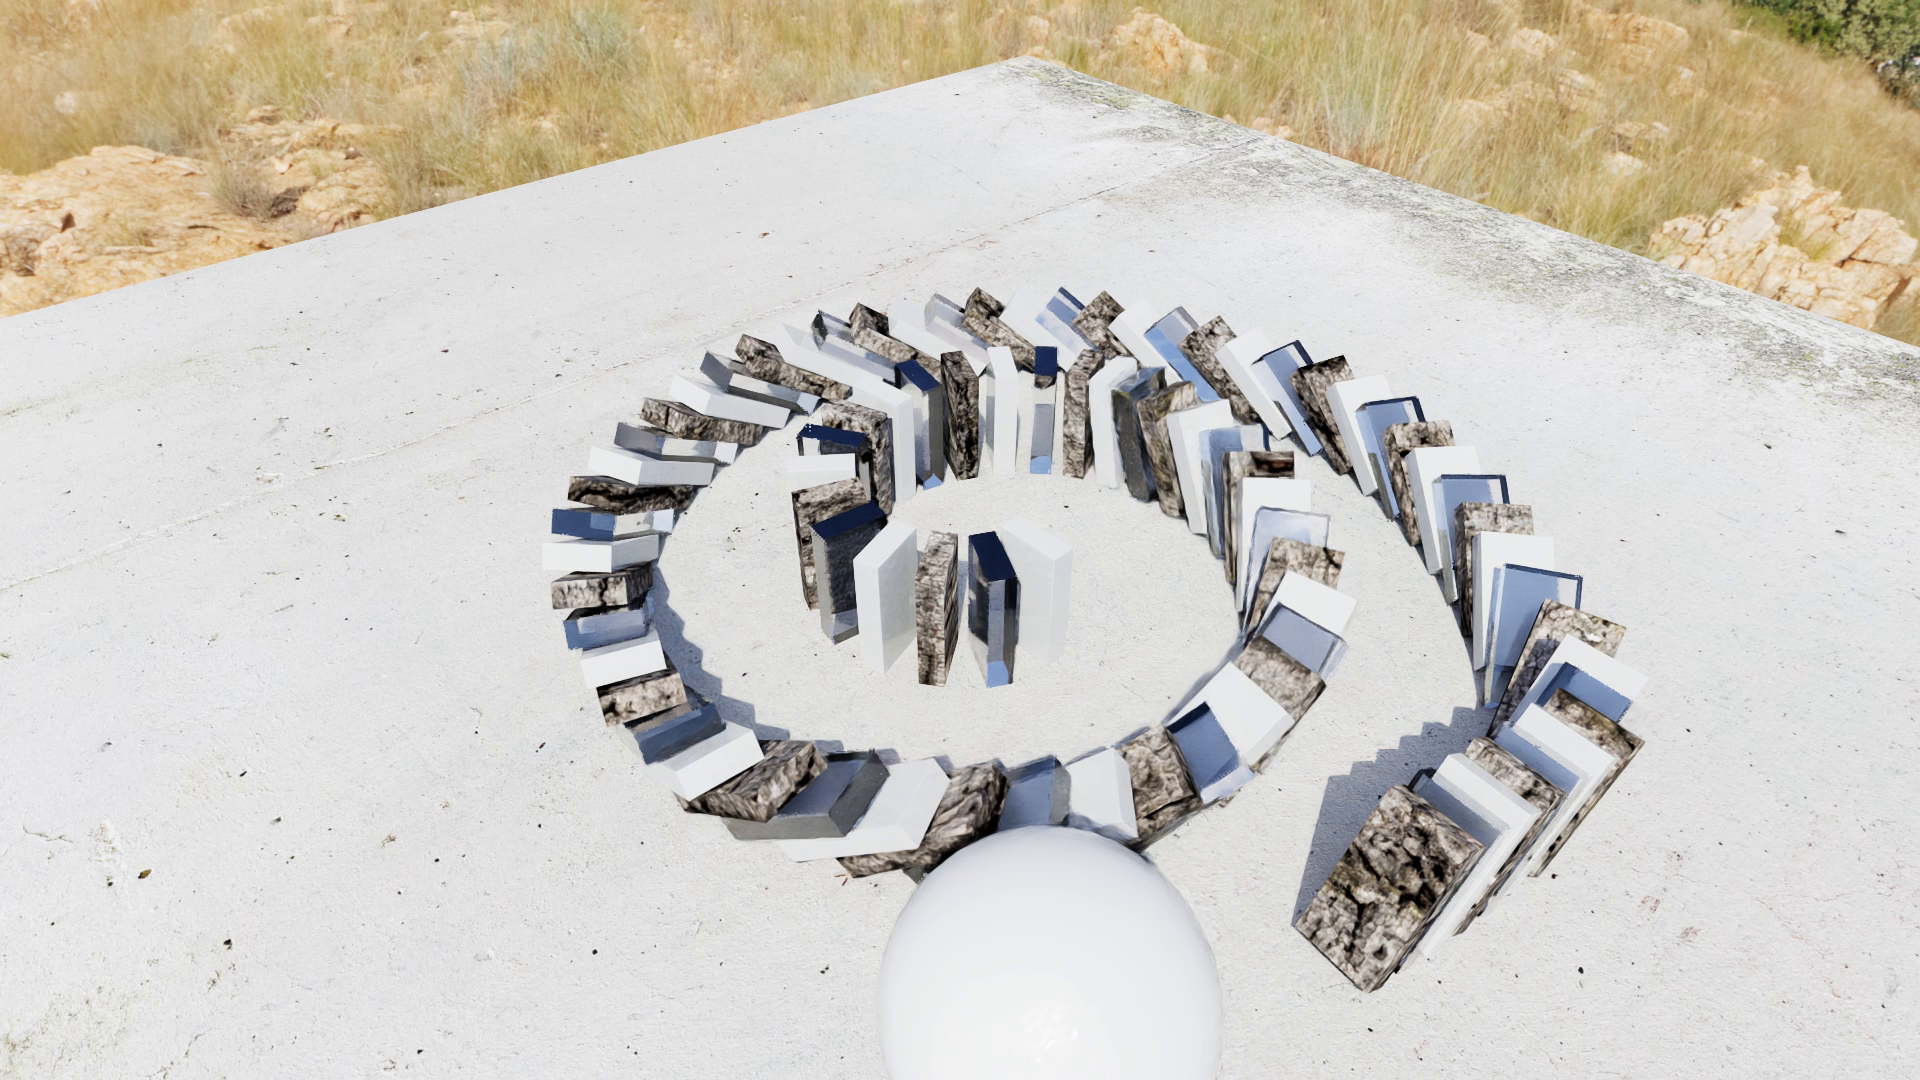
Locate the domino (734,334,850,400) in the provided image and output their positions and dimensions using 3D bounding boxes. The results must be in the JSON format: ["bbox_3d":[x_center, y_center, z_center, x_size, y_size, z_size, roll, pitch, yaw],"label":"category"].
[{"bbox_3d":[-0.079,-0.081,0.522,0.050,0.009,0.025,14,25,-41],"label":"domino"}]

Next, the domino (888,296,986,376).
[{"bbox_3d":[-0.012,-0.100,0.546,0.050,0.009,0.025,24,32,-24],"label":"domino"}]

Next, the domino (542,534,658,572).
[{"bbox_3d":[-0.135,0.004,0.417,0.025,0.009,0.050,2,5,3],"label":"domino"}]

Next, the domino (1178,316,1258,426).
[{"bbox_3d":[0.129,-0.081,0.522,0.025,0.010,0.050,-34,83,-34],"label":"domino"}]

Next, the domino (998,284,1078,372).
[{"bbox_3d":[0.045,-0.104,0.550,0.050,0.009,0.025,36,41,-10],"label":"domino"}]

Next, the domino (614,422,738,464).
[{"bbox_3d":[-0.121,-0.041,0.474,0.025,0.010,0.050,19,10,22],"label":"domino"}]

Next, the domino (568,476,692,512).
[{"bbox_3d":[-0.133,-0.019,0.446,0.025,0.009,0.050,12,7,15],"label":"domino"}]

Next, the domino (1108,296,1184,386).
[{"bbox_3d":[0.098,-0.093,0.537,0.050,0.010,0.025,47,50,2],"label":"domino"}]

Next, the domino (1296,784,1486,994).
[{"bbox_3d":[0.116,0.094,0.298,0.010,0.050,0.025,6,27,-45],"label":"domino"}]

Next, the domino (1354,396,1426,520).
[{"bbox_3d":[0.188,-0.035,0.466,0.025,0.009,0.050,-8,73,-10],"label":"domino"}]

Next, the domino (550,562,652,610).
[{"bbox_3d":[-0.130,0.016,0.403,0.025,0.010,0.050,-4,6,-5],"label":"domino"}]

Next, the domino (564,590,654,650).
[{"bbox_3d":[-0.123,0.028,0.389,0.025,0.010,0.050,-10,7,-12],"label":"domino"}]

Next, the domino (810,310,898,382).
[{"bbox_3d":[-0.047,-0.093,0.537,0.050,0.010,0.025,19,29,-31],"label":"domino"}]

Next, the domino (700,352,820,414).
[{"bbox_3d":[-0.093,-0.073,0.511,0.050,0.009,0.025,10,23,-48],"label":"domino"}]

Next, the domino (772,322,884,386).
[{"bbox_3d":[-0.064,-0.087,0.529,0.050,0.009,0.025,16,26,-37],"label":"domino"}]

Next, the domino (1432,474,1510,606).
[{"bbox_3d":[0.199,0.000,0.424,0.025,0.010,0.050,1,72,1],"label":"domino"}]

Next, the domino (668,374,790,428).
[{"bbox_3d":[-0.104,-0.063,0.499,0.025,0.009,0.050,30,14,31],"label":"domino"}]

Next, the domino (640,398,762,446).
[{"bbox_3d":[-0.114,-0.052,0.487,0.025,0.009,0.050,24,12,27],"label":"domino"}]

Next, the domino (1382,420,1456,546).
[{"bbox_3d":[0.193,-0.024,0.452,0.025,0.010,0.050,-5,73,-6],"label":"domino"}]

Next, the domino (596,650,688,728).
[{"bbox_3d":[-0.107,0.048,0.364,0.025,0.010,0.050,-17,9,-19],"label":"domino"}]

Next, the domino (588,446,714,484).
[{"bbox_3d":[-0.128,-0.031,0.461,0.025,0.009,0.050,17,9,20],"label":"domino"}]

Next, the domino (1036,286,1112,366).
[{"bbox_3d":[0.063,-0.102,0.547,0.050,0.010,0.025,39,43,-6],"label":"domino"}]

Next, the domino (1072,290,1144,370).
[{"bbox_3d":[0.081,-0.098,0.543,0.050,0.010,0.025,44,48,-1],"label":"domino"}]

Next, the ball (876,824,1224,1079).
[{"bbox_3d":[0.021,0.108,0.256,0.080,0.080,0.080,0,39,0],"label":"ball"}]

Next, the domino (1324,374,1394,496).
[{"bbox_3d":[0.180,-0.046,0.479,0.025,0.009,0.050,-12,74,-14],"label":"domino"}]

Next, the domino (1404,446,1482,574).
[{"bbox_3d":[0.196,-0.012,0.438,0.025,0.010,0.050,-3,72,-4],"label":"domino"}]

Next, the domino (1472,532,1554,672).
[{"bbox_3d":[0.199,0.023,0.395,0.025,0.009,0.050,5,72,7],"label":"domino"}]

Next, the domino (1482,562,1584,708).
[{"bbox_3d":[0.198,0.035,0.380,0.025,0.009,0.050,11,74,13],"label":"domino"}]

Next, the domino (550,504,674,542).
[{"bbox_3d":[-0.135,-0.008,0.432,0.025,0.010,0.050,7,6,10],"label":"domino"}]

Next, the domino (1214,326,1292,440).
[{"bbox_3d":[0.144,-0.073,0.513,0.025,0.010,0.050,-29,81,-31],"label":"domino"}]

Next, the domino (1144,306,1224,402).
[{"bbox_3d":[0.114,-0.087,0.530,0.050,0.010,0.025,49,52,4],"label":"domino"}]

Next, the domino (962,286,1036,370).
[{"bbox_3d":[0.025,-0.104,0.550,0.050,0.009,0.025,30,37,-17],"label":"domino"}]

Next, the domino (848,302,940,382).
[{"bbox_3d":[-0.030,-0.097,0.541,0.050,0.010,0.025,21,31,-28],"label":"domino"}]

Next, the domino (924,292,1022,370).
[{"bbox_3d":[0.006,-0.102,0.548,0.050,0.010,0.025,26,34,-22],"label":"domino"}]

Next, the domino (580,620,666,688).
[{"bbox_3d":[-0.115,0.038,0.376,0.025,0.010,0.050,-14,8,-16],"label":"domino"}]

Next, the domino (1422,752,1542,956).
[{"bbox_3d":[0.135,0.087,0.307,0.009,0.050,0.025,6,27,-45],"label":"domino"}]

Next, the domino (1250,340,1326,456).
[{"bbox_3d":[0.157,-0.065,0.502,0.025,0.010,0.050,-25,79,-27],"label":"domino"}]

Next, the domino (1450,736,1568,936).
[{"bbox_3d":[0.144,0.084,0.311,0.009,0.050,0.025,6,27,-45],"label":"domino"}]

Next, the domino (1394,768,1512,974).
[{"bbox_3d":[0.125,0.091,0.302,0.010,0.050,0.025,6,27,-45],"label":"domino"}]

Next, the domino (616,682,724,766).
[{"bbox_3d":[-0.095,0.058,0.352,0.025,0.010,0.050,-22,10,-24],"label":"domino"}]

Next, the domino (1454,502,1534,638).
[{"bbox_3d":[0.200,0.011,0.409,0.025,0.010,0.050,3,72,4],"label":"domino"}]

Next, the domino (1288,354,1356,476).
[{"bbox_3d":[0.170,-0.056,0.491,0.025,0.010,0.050,-18,76,-20],"label":"domino"}]
